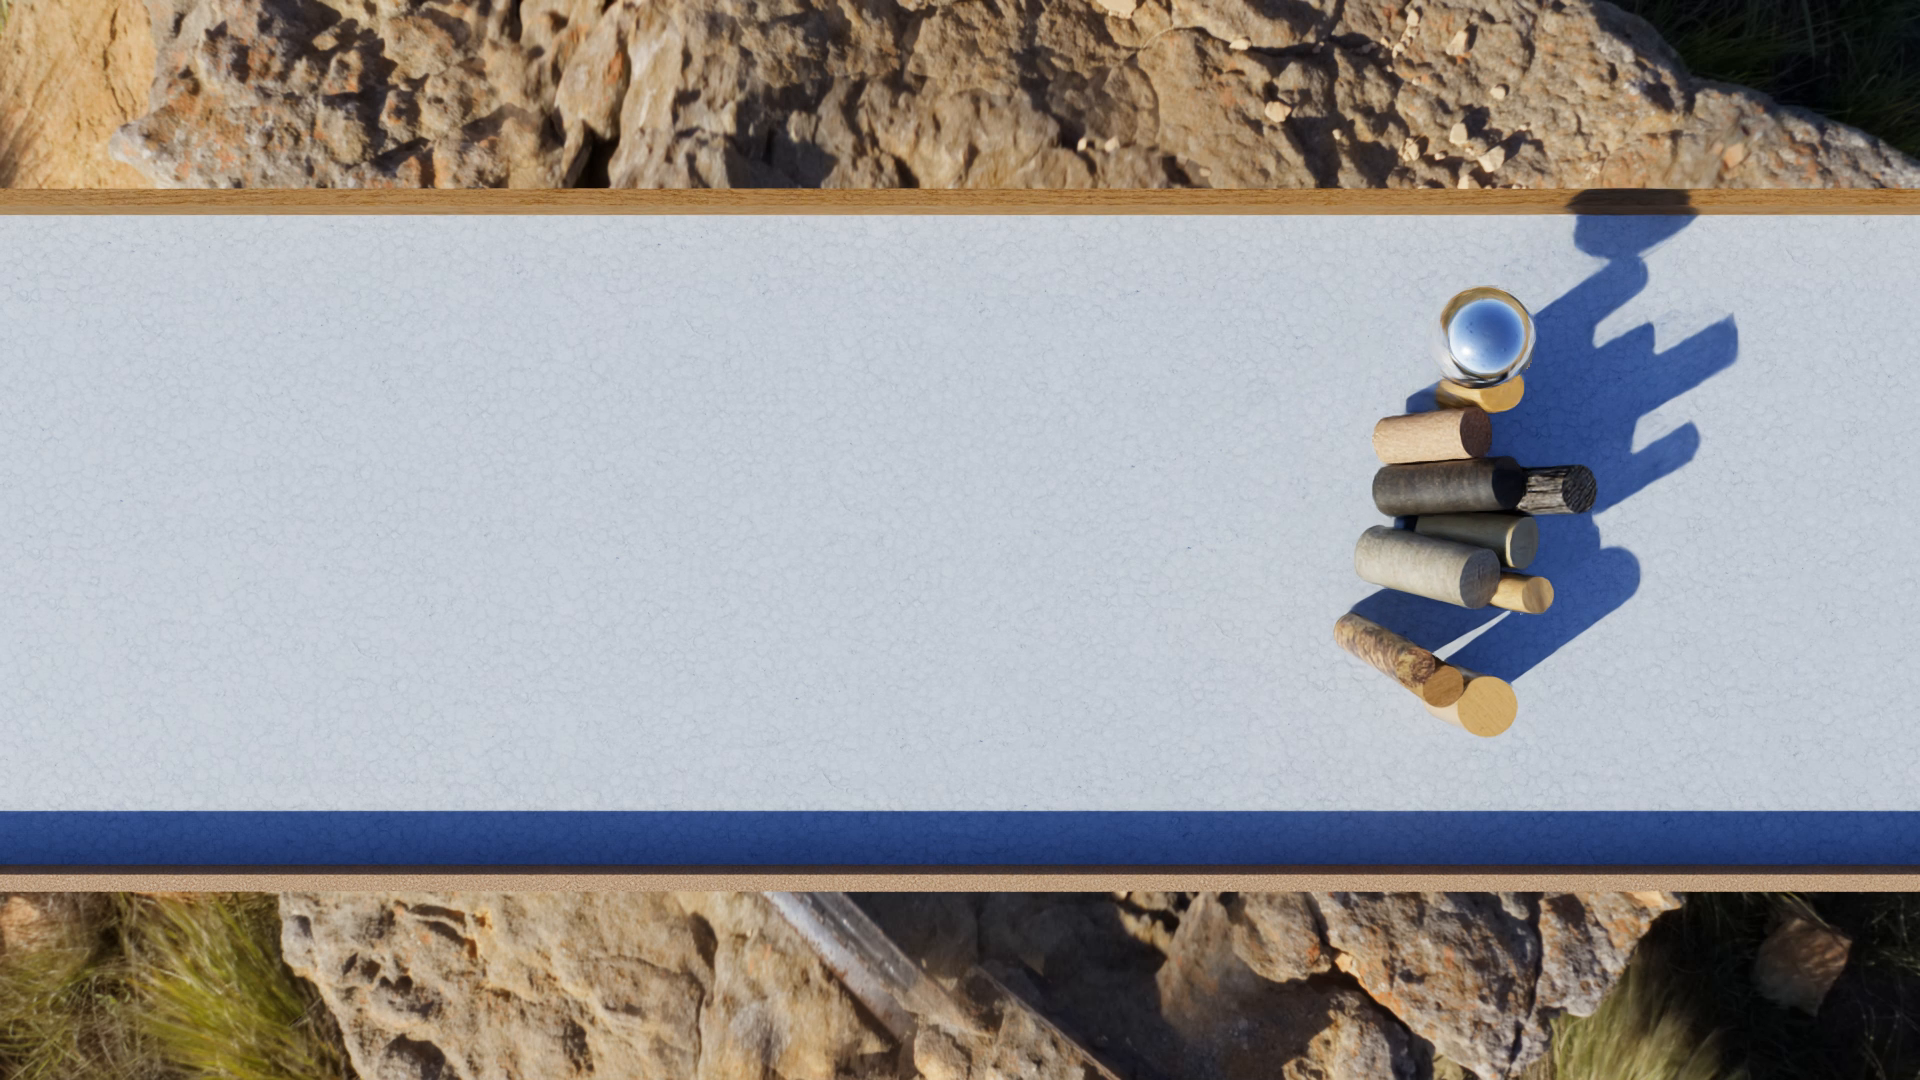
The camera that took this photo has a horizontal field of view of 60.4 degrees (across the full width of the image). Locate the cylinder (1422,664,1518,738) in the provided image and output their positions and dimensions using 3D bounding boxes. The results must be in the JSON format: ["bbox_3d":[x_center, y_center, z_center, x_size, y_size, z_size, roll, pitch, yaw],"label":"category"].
[{"bbox_3d":[1.510,0.474,4.908,0.177,0.327,0.177,0,92,-2],"label":"cylinder"}]

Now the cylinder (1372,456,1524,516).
[{"bbox_3d":[1.433,-0.156,4.863,0.154,0.419,0.154,2,87,-37],"label":"cylinder"}]

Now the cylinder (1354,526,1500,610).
[{"bbox_3d":[1.373,0.077,4.864,0.179,0.396,0.179,-8,104,-33],"label":"cylinder"}]

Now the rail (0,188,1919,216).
[{"bbox_3d":[-2.247,-1.025,5.002,12.000,0.150,0.050,0,90,0],"label":"rail"}]

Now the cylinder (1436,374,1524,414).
[{"bbox_3d":[1.541,-0.440,4.904,0.134,0.336,0.134,0,91,-5],"label":"cylinder"}]

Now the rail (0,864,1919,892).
[{"bbox_3d":[-2.247,1.025,5.001,12.000,0.150,0.050,0,90,0],"label":"rail"}]

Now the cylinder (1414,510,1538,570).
[{"bbox_3d":[1.535,-0.011,4.906,0.156,0.319,0.156,-9,103,-40],"label":"cylinder"}]

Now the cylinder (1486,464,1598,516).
[{"bbox_3d":[1.646,-0.143,4.848,0.139,0.443,0.139,0,90,-27],"label":"cylinder"}]

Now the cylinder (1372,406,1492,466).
[{"bbox_3d":[1.402,-0.307,4.901,0.150,0.319,0.150,1,88,-35],"label":"cylinder"}]

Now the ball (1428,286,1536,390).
[{"bbox_3d":[1.459,-0.564,4.616,0.289,0.289,0.289,0,90,0],"label":"ball"}]

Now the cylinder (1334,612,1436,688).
[{"bbox_3d":[1.244,0.321,4.861,0.118,0.415,0.118,-3,102,-12],"label":"cylinder"}]

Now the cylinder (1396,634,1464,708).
[{"bbox_3d":[1.354,0.383,4.888,0.126,0.355,0.126,-2,102,-9],"label":"cylinder"}]

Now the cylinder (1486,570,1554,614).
[{"bbox_3d":[1.573,0.142,4.863,0.107,0.414,0.107,-1,95,-17],"label":"cylinder"}]
